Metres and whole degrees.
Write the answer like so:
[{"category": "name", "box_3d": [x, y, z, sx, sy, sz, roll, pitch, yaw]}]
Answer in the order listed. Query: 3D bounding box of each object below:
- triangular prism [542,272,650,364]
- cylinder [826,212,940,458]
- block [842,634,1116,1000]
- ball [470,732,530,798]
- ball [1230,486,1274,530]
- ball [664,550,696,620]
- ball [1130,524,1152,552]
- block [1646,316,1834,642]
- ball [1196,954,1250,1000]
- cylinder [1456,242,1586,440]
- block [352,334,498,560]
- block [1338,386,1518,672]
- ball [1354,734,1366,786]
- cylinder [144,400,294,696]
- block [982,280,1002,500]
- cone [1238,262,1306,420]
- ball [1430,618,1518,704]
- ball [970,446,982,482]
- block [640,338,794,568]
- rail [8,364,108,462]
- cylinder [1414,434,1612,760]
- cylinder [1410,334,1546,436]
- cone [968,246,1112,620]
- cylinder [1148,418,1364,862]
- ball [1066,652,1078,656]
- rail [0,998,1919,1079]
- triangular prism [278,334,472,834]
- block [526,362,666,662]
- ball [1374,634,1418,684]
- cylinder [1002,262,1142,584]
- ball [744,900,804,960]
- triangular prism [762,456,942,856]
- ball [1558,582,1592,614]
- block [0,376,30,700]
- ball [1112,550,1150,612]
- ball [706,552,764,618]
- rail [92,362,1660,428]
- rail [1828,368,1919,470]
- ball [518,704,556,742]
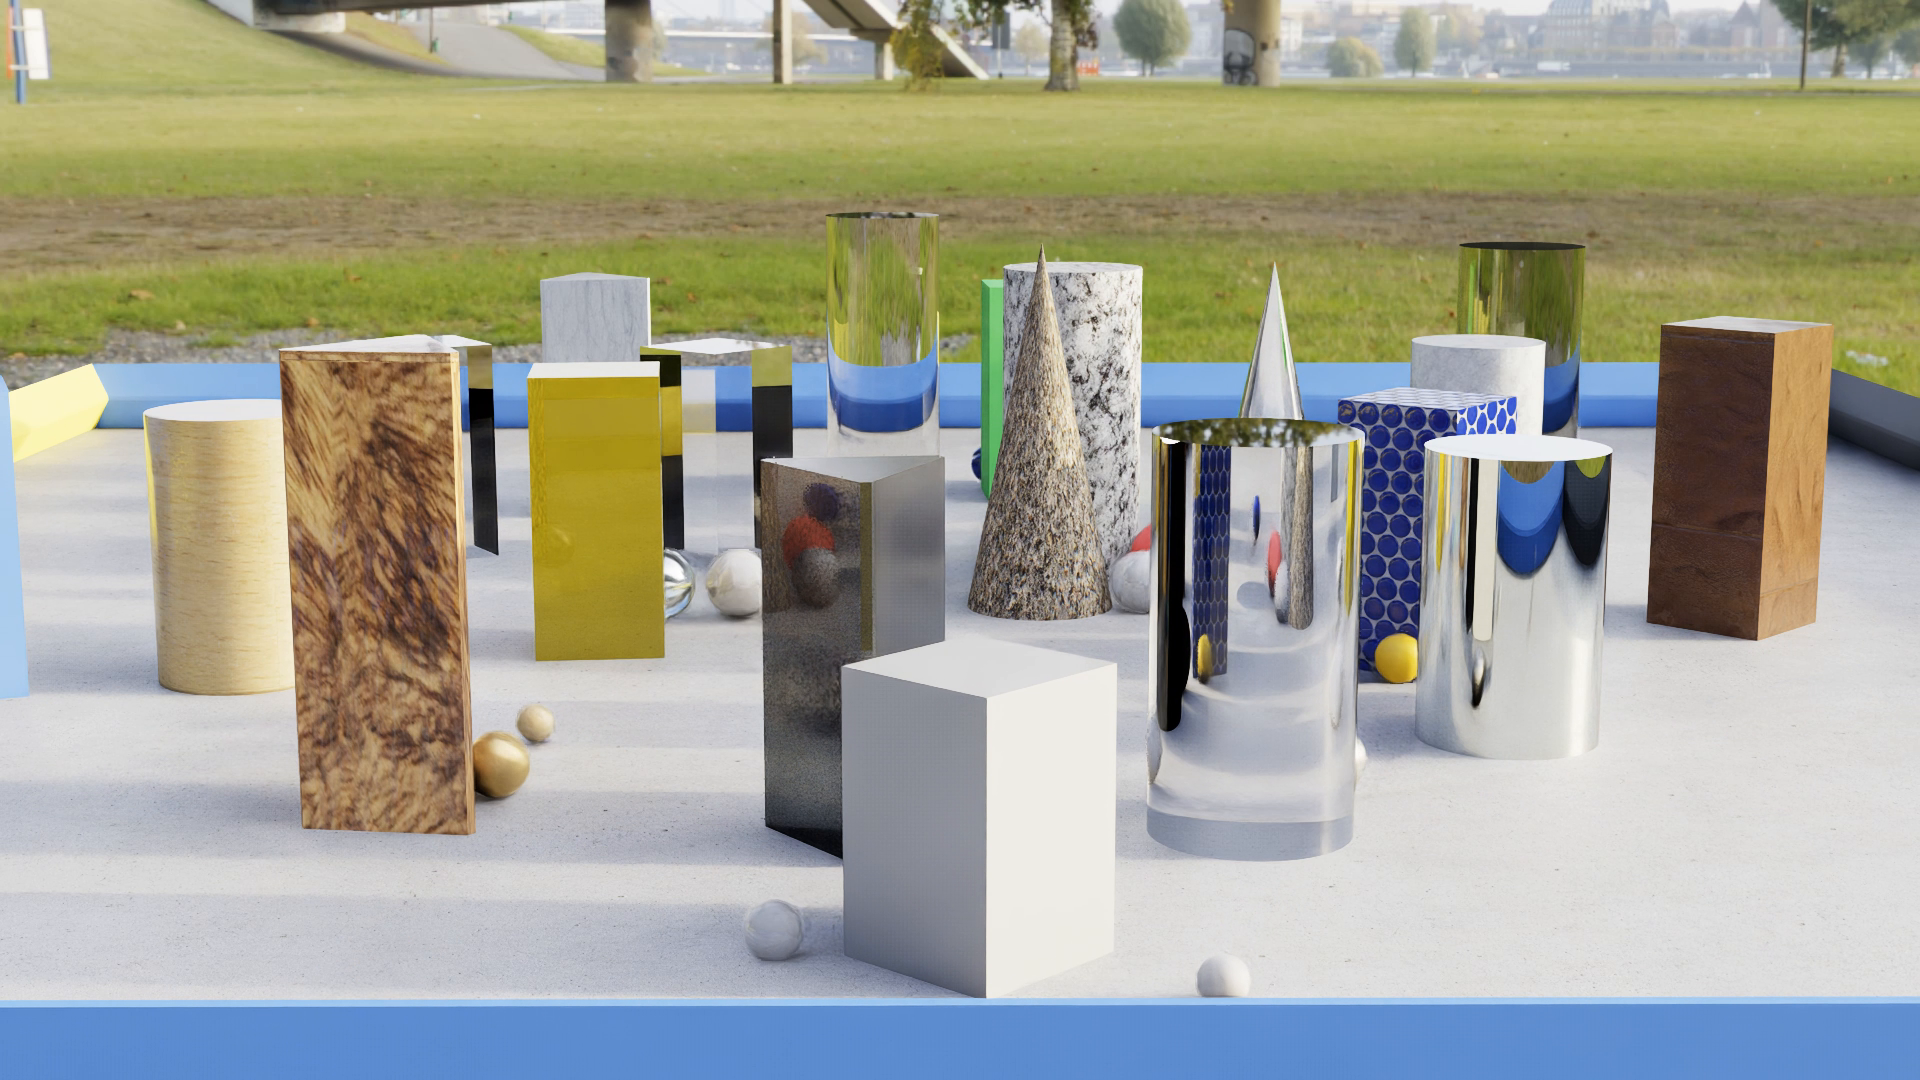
[{"category": "triangular prism", "box_3d": [-0.606, -0.243, 4.241, 0.172, 0.386, 0.149, -3, 11, -14]}, {"category": "cylinder", "box_3d": [-0.135, -0.336, 4.516, 0.198, 0.469, 0.198, 0, 10, 0]}, {"category": "block", "box_3d": [0.016, 0.222, 2.110, 0.159, 0.246, 0.159, 9, 14, 42]}, {"category": "ball", "box_3d": [-0.467, 0.226, 2.583, 0.066, 0.066, 0.066, 0, 10, 0]}, {"category": "ball", "box_3d": [0.462, -0.050, 4.065, 0.070, 0.070, 0.070, 0, 10, 0]}, {"category": "ball", "box_3d": [-0.399, 0.059, 3.412, 0.094, 0.094, 0.094, 0, 10, 0]}, {"category": "ball", "box_3d": [0.288, 0.020, 3.626, 0.093, 0.093, 0.093, 0, 10, 0]}, {"category": "block", "box_3d": [1.021, -0.085, 3.362, 0.159, 0.395, 0.159, 10, 15, 44]}, {"category": "ball", "box_3d": [0.206, 0.345, 2.008, 0.042, 0.042, 0.042, 0, 10, 0]}, {"category": "cylinder", "box_3d": [0.900, -0.254, 4.148, 0.198, 0.441, 0.198, 0, 10, 0]}, {"category": "block", "box_3d": [-0.803, -0.138, 3.855, 0.159, 0.319, 0.159, -6, 12, -31]}, {"category": "block", "box_3d": [0.568, -0.011, 3.141, 0.159, 0.329, 0.159, 8, 13, 37]}, {"category": "ball", "box_3d": [0.372, 0.221, 2.587, 0.075, 0.075, 0.075, 0, 10, 0]}, {"category": "cylinder", "box_3d": [-0.864, 0.005, 3.070, 0.198, 0.324, 0.198, 0, 10, 0]}, {"category": "block", "box_3d": [0.122, -0.257, 4.379, 0.159, 0.363, 0.159, -1, 11, -4]}, {"category": "cone", "box_3d": [0.436, -0.161, 3.598, 0.198, 0.459, 0.198, 0, 10, 0]}, {"category": "ball", "box_3d": [0.593, 0.140, 2.958, 0.099, 0.099, 0.099, 0, 10, 0]}, {"category": "ball", "box_3d": [0.055, -0.135, 4.515, 0.073, 0.073, 0.073, 0, 10, 0]}, {"category": "block", "box_3d": [-0.362, -0.132, 3.832, 0.159, 0.317, 0.159, 9, 14, 40]}, {"category": "rail", "box_3d": [-1.729, 0.035, 3.439, 0.045, 0.129, 3.614, 0, 10, 0]}, {"category": "cylinder", "box_3d": [0.600, 0.058, 2.791, 0.198, 0.321, 0.198, 0, 10, 0]}, {"category": "cylinder", "box_3d": [0.781, -0.144, 3.896, 0.198, 0.317, 0.198, 0, 10, 0]}, {"category": "cone", "box_3d": [0.109, -0.154, 3.461, 0.198, 0.494, 0.198, 0, 10, 0]}, {"category": "cylinder", "box_3d": [0.279, 0.089, 2.439, 0.198, 0.388, 0.198, 0, 10, 0]}, {"category": "ball", "box_3d": [0.111, 0.168, 2.833, 0.090, 0.090, 0.090, 0, 10, 0]}, {"category": "rail", "box_3d": [0.010, 0.358, 1.695, 3.505, 0.129, 0.045, 0, 10, 0]}, {"category": "triangular prism", "box_3d": [-0.543, 0.039, 2.503, 0.172, 0.464, 0.149, 1, 11, 7]}, {"category": "block", "box_3d": [-0.455, -0.039, 3.230, 0.159, 0.353, 0.159, -1, 11, -6]}, {"category": "ball", "box_3d": [0.525, 0.141, 3.062, 0.060, 0.060, 0.060, 0, 10, 0]}, {"category": "cylinder", "box_3d": [0.160, -0.171, 3.695, 0.198, 0.443, 0.198, 0, 10, 0]}, {"category": "ball", "box_3d": [-0.154, 0.321, 2.115, 0.050, 0.050, 0.050, 0, 10, 0]}, {"category": "triangular prism", "box_3d": [-0.077, 0.104, 2.437, 0.149, 0.359, 0.172, -8, 13, -36]}, {"category": "ball", "box_3d": [0.825, 0.078, 3.446, 0.044, 0.044, 0.044, 0, 10, 0]}, {"category": "block", "box_3d": [-1.192, -0.002, 3.008, 0.159, 0.360, 0.159, -4, 11, -23]}, {"category": "ball", "box_3d": [0.246, 0.056, 3.455, 0.085, 0.085, 0.085, 0, 10, 0]}, {"category": "ball", "box_3d": [-0.295, 0.059, 3.425, 0.089, 0.089, 0.089, 0, 10, 0]}, {"category": "rail", "box_3d": [-0.010, -0.291, 5.202, 3.505, 0.129, 0.045, 0, 10, 0]}, {"category": "rail", "box_3d": [1.729, 0.031, 3.459, 0.045, 0.129, 3.614, 0, 10, 0]}, {"category": "ball", "box_3d": [-0.462, 0.200, 2.795, 0.041, 0.041, 0.041, 0, 10, 0]}]
